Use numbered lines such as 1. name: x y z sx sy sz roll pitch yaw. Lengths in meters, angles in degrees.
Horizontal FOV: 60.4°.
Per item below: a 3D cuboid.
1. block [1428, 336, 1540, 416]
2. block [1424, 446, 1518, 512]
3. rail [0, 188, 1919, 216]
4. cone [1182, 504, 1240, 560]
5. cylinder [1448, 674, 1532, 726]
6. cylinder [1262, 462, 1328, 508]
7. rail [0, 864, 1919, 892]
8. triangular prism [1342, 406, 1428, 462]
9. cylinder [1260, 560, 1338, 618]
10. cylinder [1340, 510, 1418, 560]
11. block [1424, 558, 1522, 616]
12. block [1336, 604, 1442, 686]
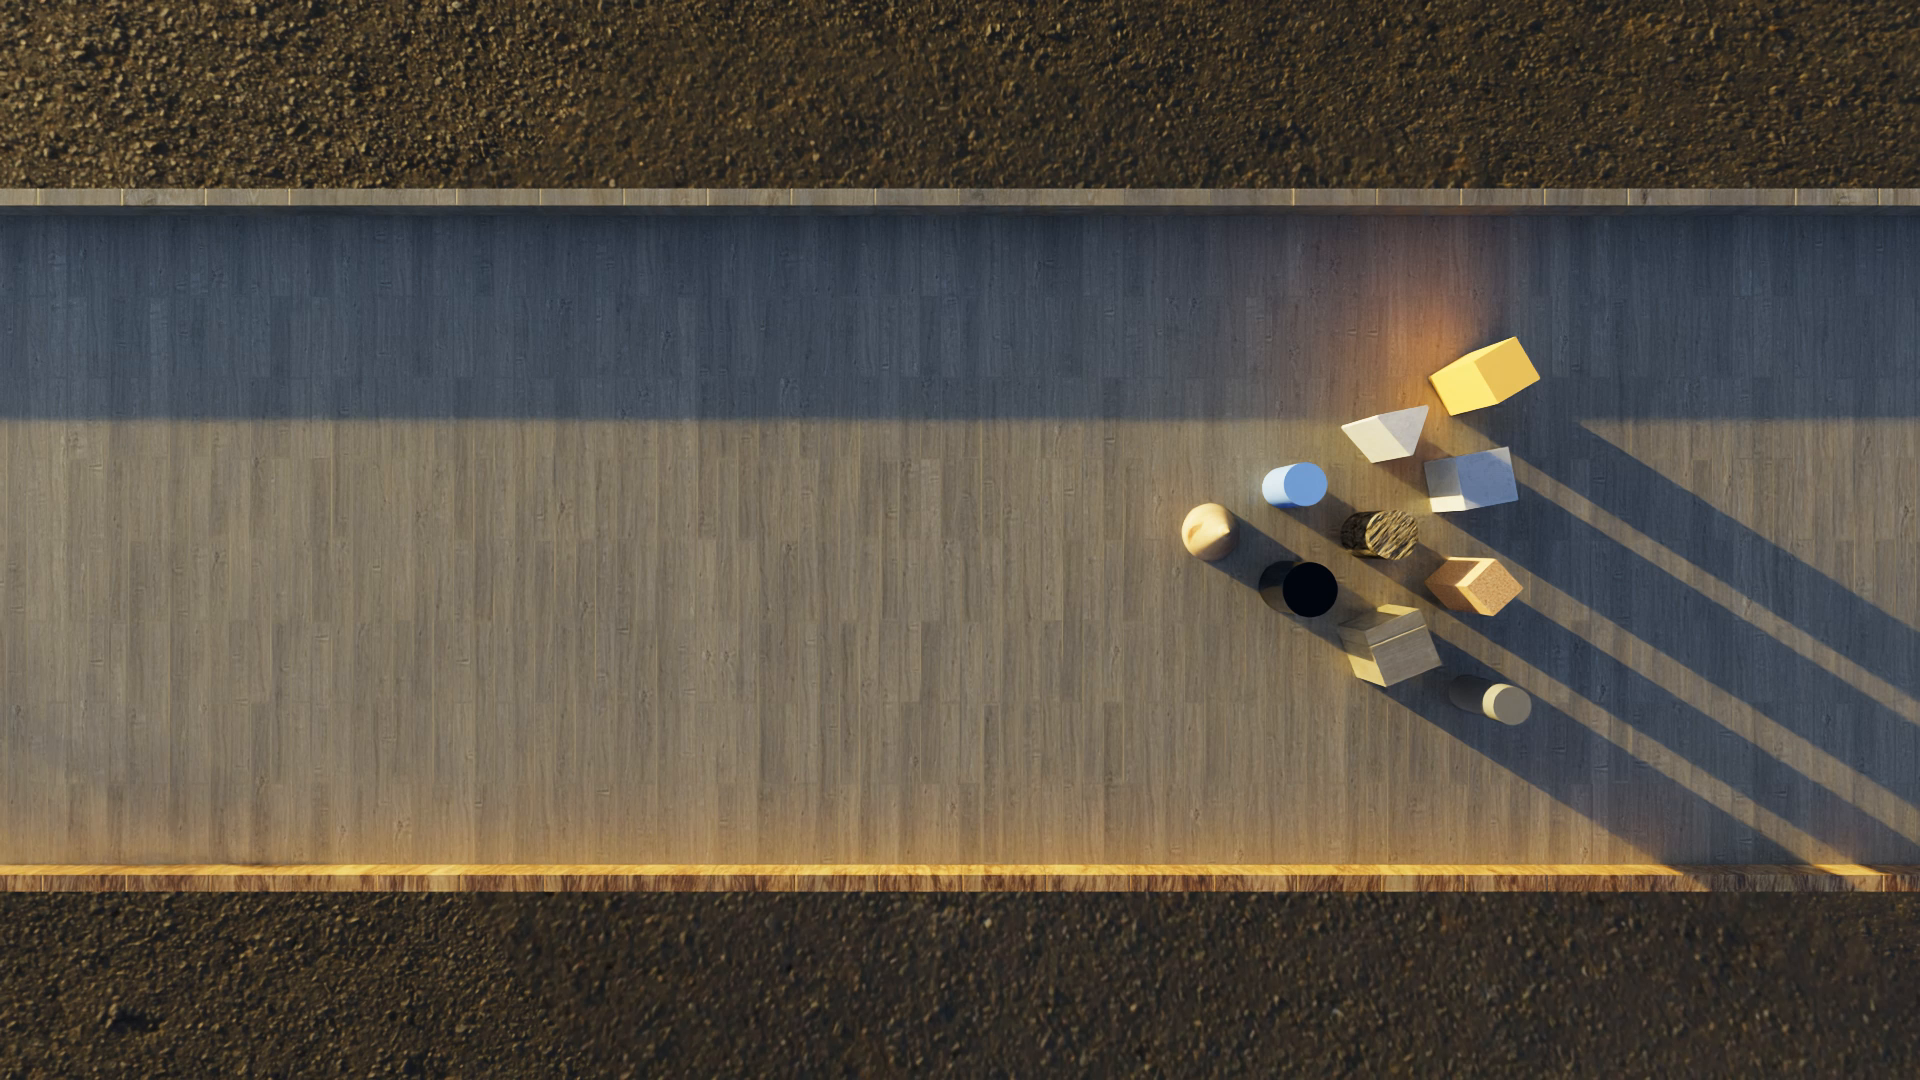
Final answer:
1. block: 1.534 -0.477 4.851 0.137 0.452 0.137 -31 90 0
2. block: 1.517 -0.177 4.913 0.156 0.327 0.156 -11 90 0
3. rail: -2.247 -1.025 5.002 12.000 0.150 0.050 0 90 0
4. cone: 0.772 -0.024 4.901 0.177 0.351 0.177 0 90 0
5. cylinder: 1.558 0.468 4.864 0.108 0.425 0.108 0 90 0
6. cylinder: 0.993 -0.161 4.910 0.126 0.334 0.126 0 90 0
7. rail: -2.247 1.025 5.001 12.000 0.150 0.050 0 90 0
8. triangular prism: 1.272 -0.335 4.861 0.128 0.431 0.148 -41 90 0
9. cylinder: 0.999 0.142 4.891 0.158 0.371 0.158 0 90 0
10. cylinder: 1.243 -0.015 4.902 0.143 0.349 0.143 0 90 0
11. block: 1.507 0.134 4.861 0.114 0.431 0.114 -43 90 0
12. block: 1.268 0.309 4.899 0.172 0.354 0.172 -22 90 0
